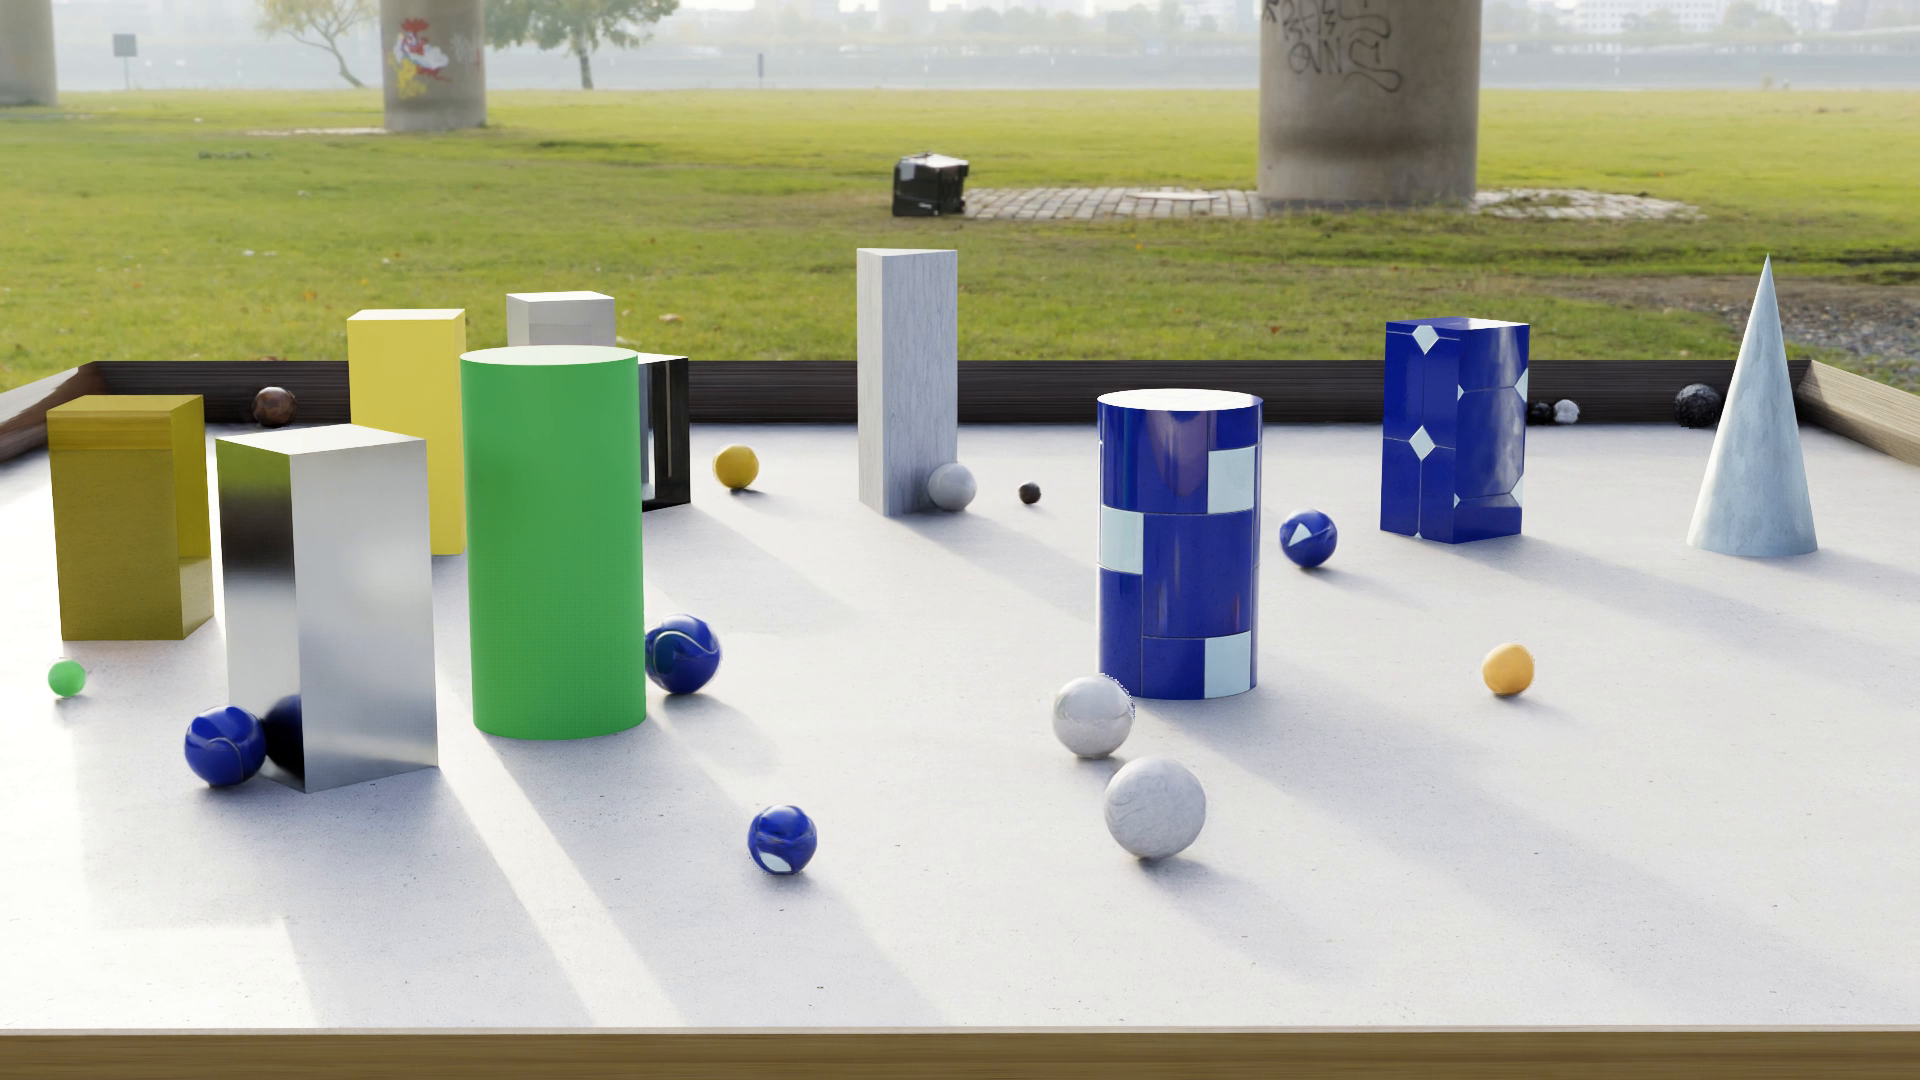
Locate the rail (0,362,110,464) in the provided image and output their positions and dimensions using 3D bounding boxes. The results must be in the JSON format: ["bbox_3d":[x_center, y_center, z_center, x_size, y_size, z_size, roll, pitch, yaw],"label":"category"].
[{"bbox_3d":[-1.738,0.034,3.439,0.045,0.126,3.702,0,11,0],"label":"rail"}]

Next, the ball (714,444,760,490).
[{"bbox_3d":[-0.386,-0.127,4.442,0.079,0.079,0.079,0,11,0],"label":"ball"}]

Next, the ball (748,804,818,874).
[{"bbox_3d":[-0.161,0.272,2.333,0.064,0.064,0.064,0,11,0],"label":"ball"}]

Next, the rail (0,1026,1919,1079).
[{"bbox_3d":[0.011,0.366,1.652,3.523,0.126,0.045,0,11,0],"label":"rail"}]

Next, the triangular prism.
[{"bbox_3d":[-0.116,-0.266,4.246,0.145,0.424,0.168,10,14,43],"label":"triangular prism"}]

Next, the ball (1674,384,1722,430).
[{"bbox_3d":[1.489,-0.270,5.175,0.091,0.091,0.091,0,11,0],"label":"ball"}]

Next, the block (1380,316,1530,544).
[{"bbox_3d":[0.773,-0.175,4.014,0.155,0.329,0.155,-8,13,-35],"label":"block"}]

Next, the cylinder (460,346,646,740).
[{"bbox_3d":[-0.451,-0.001,2.856,0.194,0.411,0.194,0,11,0],"label":"cylinder"}]

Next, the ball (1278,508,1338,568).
[{"bbox_3d":[0.510,-0.004,3.756,0.087,0.087,0.087,0,11,0],"label":"ball"}]

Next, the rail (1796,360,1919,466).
[{"bbox_3d":[1.738,0.031,3.459,0.045,0.126,3.702,0,11,0],"label":"rail"}]

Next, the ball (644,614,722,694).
[{"bbox_3d":[-0.327,0.133,2.999,0.094,0.094,0.094,0,11,0],"label":"ball"}]

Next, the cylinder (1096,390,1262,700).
[{"bbox_3d":[0.258,0.002,3.038,0.194,0.339,0.194,0,11,0],"label":"cylinder"}]

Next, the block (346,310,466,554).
[{"bbox_3d":[-0.833,-0.166,3.897,0.155,0.354,0.155,-1,11,-4],"label":"block"}]

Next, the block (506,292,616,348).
[{"bbox_3d":[-0.708,-0.274,4.571,0.155,0.321,0.155,-5,11,-23],"label":"block"}]

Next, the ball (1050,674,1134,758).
[{"bbox_3d":[0.140,0.187,2.724,0.088,0.088,0.088,0,11,0],"label":"ball"}]

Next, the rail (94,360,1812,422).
[{"bbox_3d":[-0.011,-0.301,5.246,3.523,0.126,0.045,0,11,0],"label":"rail"}]

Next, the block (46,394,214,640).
[{"bbox_3d":[-1.073,-0.031,3.331,0.155,0.296,0.155,0,11,-1],"label":"block"}]

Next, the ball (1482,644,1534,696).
[{"bbox_3d":[0.639,0.152,2.991,0.060,0.060,0.060,0,11,0],"label":"ball"}]

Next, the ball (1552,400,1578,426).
[{"bbox_3d":[1.234,-0.260,5.230,0.052,0.052,0.052,0,11,0],"label":"ball"}]

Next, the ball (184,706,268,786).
[{"bbox_3d":[-0.749,0.210,2.617,0.083,0.083,0.083,0,11,0],"label":"ball"}]

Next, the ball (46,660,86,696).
[{"bbox_3d":[-1.040,0.161,2.988,0.044,0.044,0.044,0,11,0],"label":"ball"}]

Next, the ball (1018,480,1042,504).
[{"bbox_3d":[0.116,-0.079,4.290,0.040,0.040,0.040,0,11,0],"label":"ball"}]

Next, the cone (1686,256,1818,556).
[{"bbox_3d":[1.215,-0.213,3.895,0.194,0.448,0.194,0,11,0],"label":"cone"}]

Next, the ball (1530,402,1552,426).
[{"bbox_3d":[1.185,-0.258,5.233,0.047,0.047,0.047,0,11,0],"label":"ball"}]

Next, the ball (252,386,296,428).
[{"bbox_3d":[-1.386,-0.267,5.182,0.085,0.085,0.085,0,11,0],"label":"ball"}]

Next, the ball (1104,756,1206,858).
[{"bbox_3d":[0.181,0.248,2.379,0.095,0.095,0.095,0,11,0],"label":"ball"}]

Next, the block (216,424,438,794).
[{"bbox_3d":[-0.657,0.066,2.667,0.155,0.347,0.155,-10,14,-42],"label":"block"}]

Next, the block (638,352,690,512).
[{"bbox_3d":[-0.560,-0.180,4.272,0.155,0.246,0.155,8,13,35],"label":"block"}]

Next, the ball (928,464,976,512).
[{"bbox_3d":[-0.012,-0.086,4.218,0.080,0.080,0.080,0,11,0],"label":"ball"}]

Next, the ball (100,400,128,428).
[{"bbox_3d":[-1.715,-0.256,5.199,0.055,0.055,0.055,0,11,0],"label":"ball"}]
